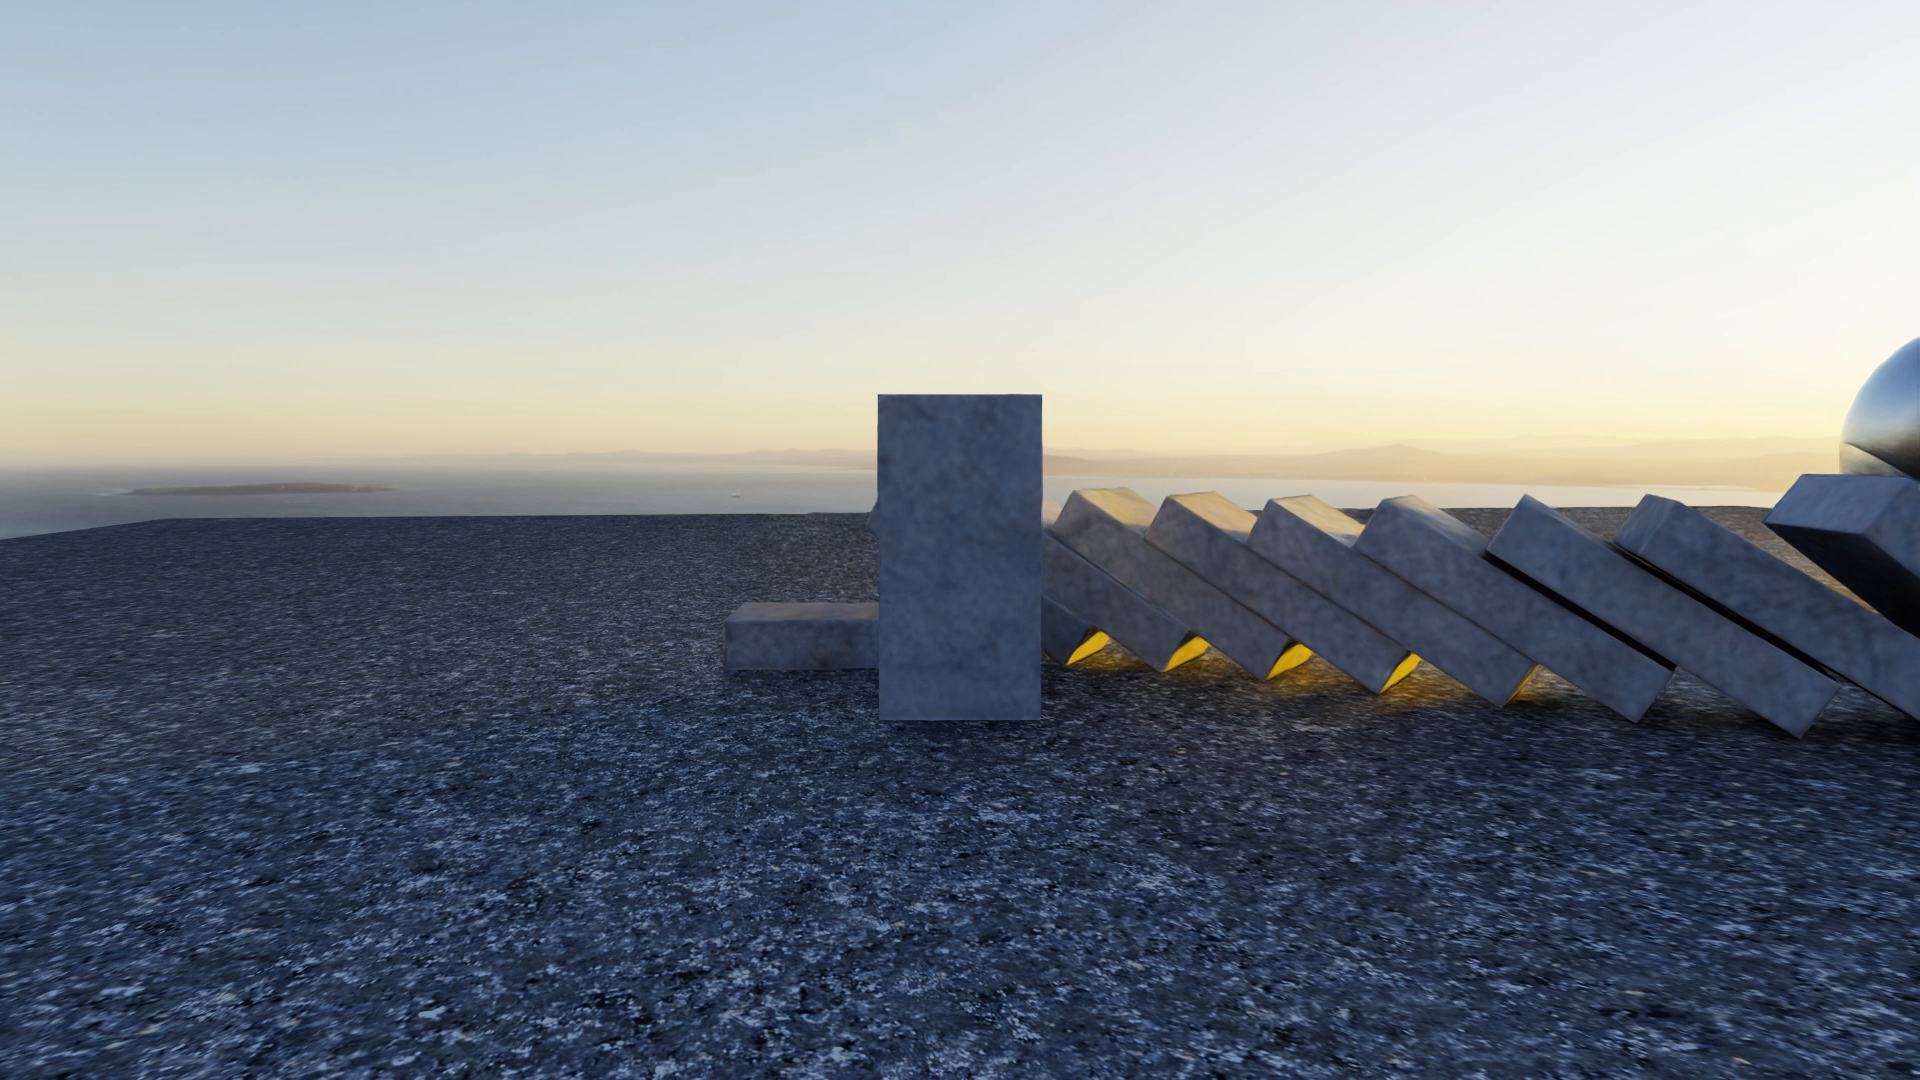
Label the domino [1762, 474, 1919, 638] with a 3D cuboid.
[{"bbox_3d":[0.145,0.010,0.184,0.050,0.009,0.025,38,6,1],"label":"domino"}]

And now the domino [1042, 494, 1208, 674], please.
[{"bbox_3d":[0.026,0.007,0.255,0.050,0.010,0.025,35,18,21],"label":"domino"}]

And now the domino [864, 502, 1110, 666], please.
[{"bbox_3d":[0.007,0.006,0.261,0.050,0.010,0.025,34,16,18],"label":"domino"}]

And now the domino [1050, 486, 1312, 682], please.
[{"bbox_3d":[0.044,0.007,0.248,0.050,0.010,0.025,36,21,25],"label":"domino"}]

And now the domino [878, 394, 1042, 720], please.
[{"bbox_3d":[0.000,0.002,0.201,0.025,0.050,0.009,0,4,0],"label":"domino"}]

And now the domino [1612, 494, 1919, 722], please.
[{"bbox_3d":[0.126,0.011,0.194,0.050,0.009,0.025,34,14,13],"label":"domino"}]

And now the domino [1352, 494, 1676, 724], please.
[{"bbox_3d":[0.093,0.010,0.214,0.050,0.009,0.025,36,21,24],"label":"domino"}]

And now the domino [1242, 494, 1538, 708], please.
[{"bbox_3d":[0.077,0.009,0.226,0.050,0.010,0.025,35,21,25],"label":"domino"}]

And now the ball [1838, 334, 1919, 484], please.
[{"bbox_3d":[0.290,-0.024,0.353,0.080,0.080,0.080,0,4,0],"label":"ball"}]

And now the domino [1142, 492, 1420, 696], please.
[{"bbox_3d":[0.061,0.008,0.237,0.050,0.009,0.025,36,21,24],"label":"domino"}]

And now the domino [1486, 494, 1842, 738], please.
[{"bbox_3d":[0.109,0.010,0.203,0.050,0.010,0.025,35,17,19],"label":"domino"}]

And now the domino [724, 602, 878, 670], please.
[{"bbox_3d":[-0.020,0.019,0.255,0.050,0.009,0.025,0,4,-1],"label":"domino"}]
